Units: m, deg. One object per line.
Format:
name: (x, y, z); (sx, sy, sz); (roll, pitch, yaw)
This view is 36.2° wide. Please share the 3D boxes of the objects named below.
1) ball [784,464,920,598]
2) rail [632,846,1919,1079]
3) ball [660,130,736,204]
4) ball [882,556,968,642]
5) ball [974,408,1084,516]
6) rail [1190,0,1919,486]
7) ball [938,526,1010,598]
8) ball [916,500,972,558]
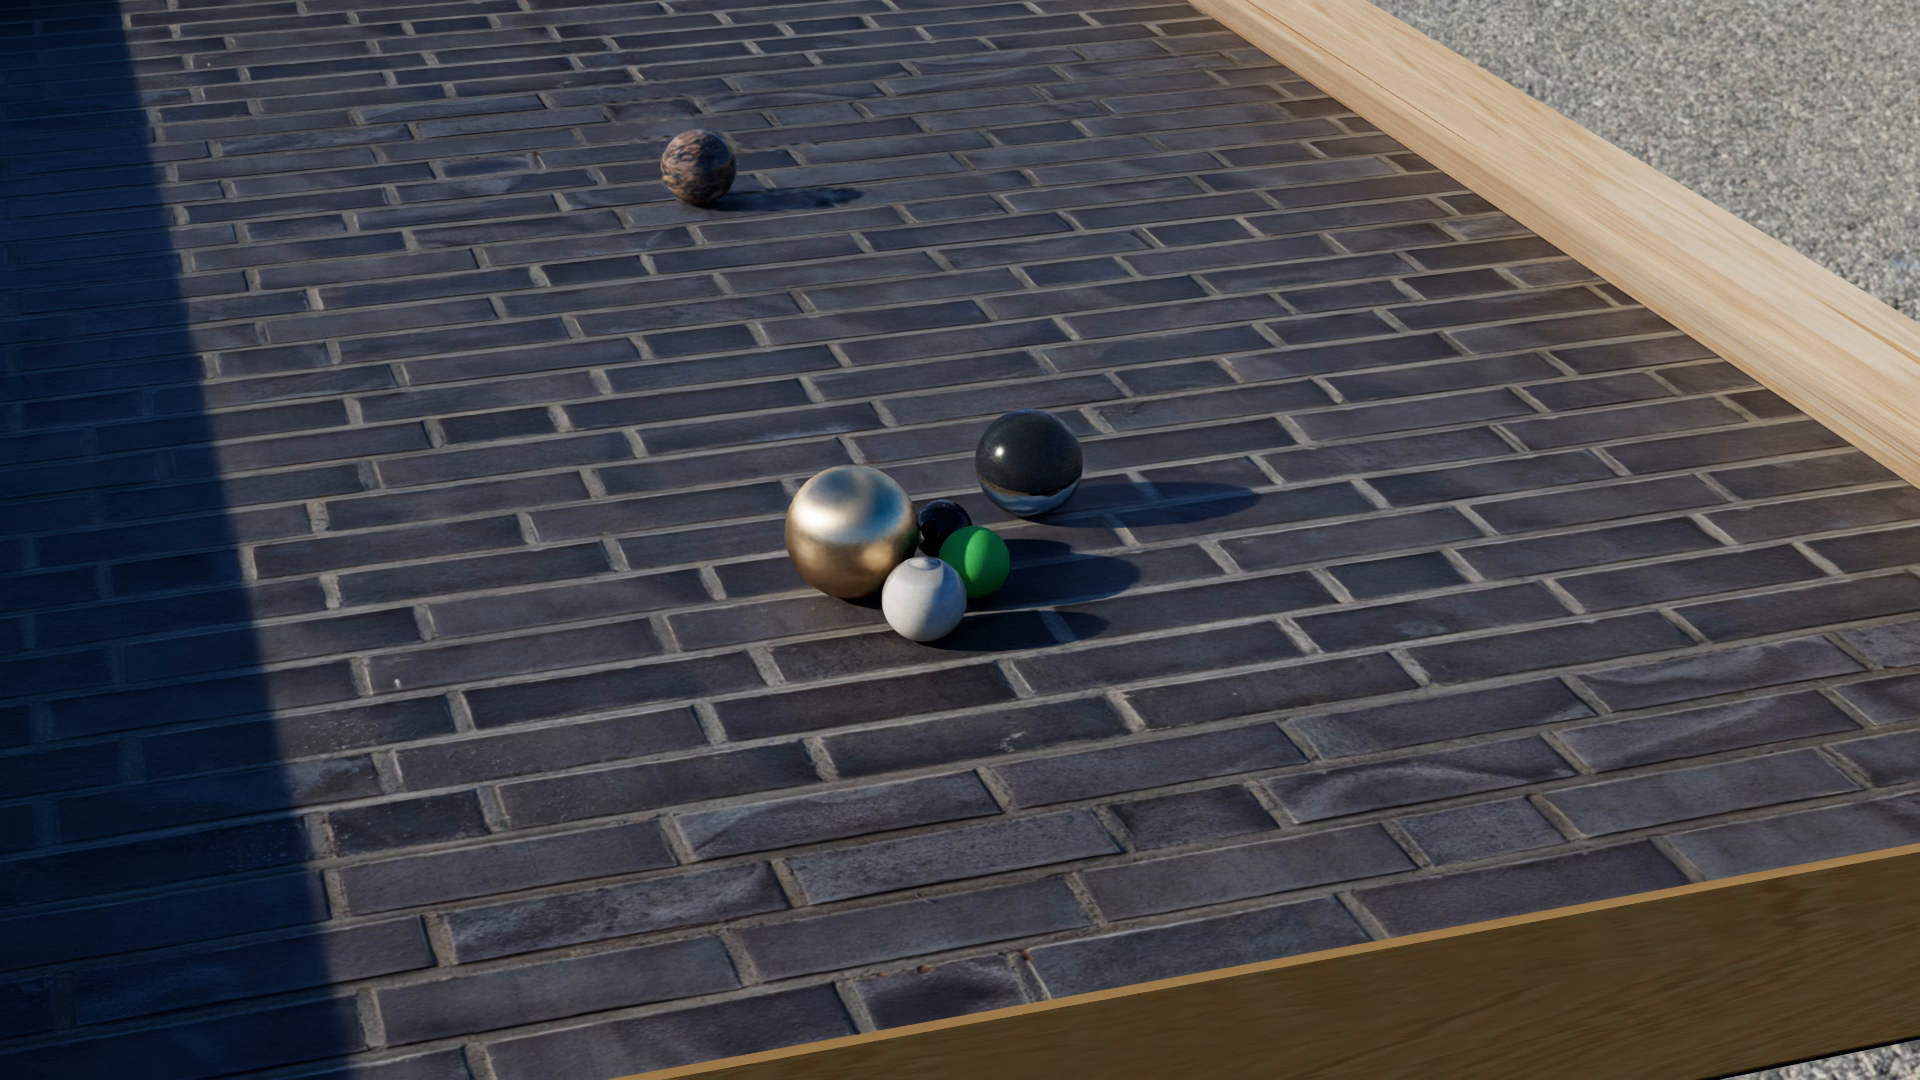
ball: (-0.075, -0.006, 2.038); (0.093, 0.093, 0.093); (0, 25, 0)
rail: (0.200, 0.242, 1.474); (1.480, 0.121, 0.045); (-8, 26, -16)
ball: (-0.250, -0.357, 2.814); (0.072, 0.072, 0.072); (0, 25, 0)
ball: (-0.024, 0.040, 1.983); (0.058, 0.058, 0.058); (0, 25, 0)
ball: (0.051, -0.057, 2.163); (0.080, 0.080, 0.080); (0, 25, 0)
rail: (0.476, -0.395, 2.835); (0.045, 0.121, 2.746); (-8, 26, -16)
ball: (0.010, 0.015, 2.043); (0.051, 0.051, 0.051); (0, 25, 0)
ball: (-0.012, -0.007, 2.101); (0.044, 0.044, 0.044); (0, 25, 0)
